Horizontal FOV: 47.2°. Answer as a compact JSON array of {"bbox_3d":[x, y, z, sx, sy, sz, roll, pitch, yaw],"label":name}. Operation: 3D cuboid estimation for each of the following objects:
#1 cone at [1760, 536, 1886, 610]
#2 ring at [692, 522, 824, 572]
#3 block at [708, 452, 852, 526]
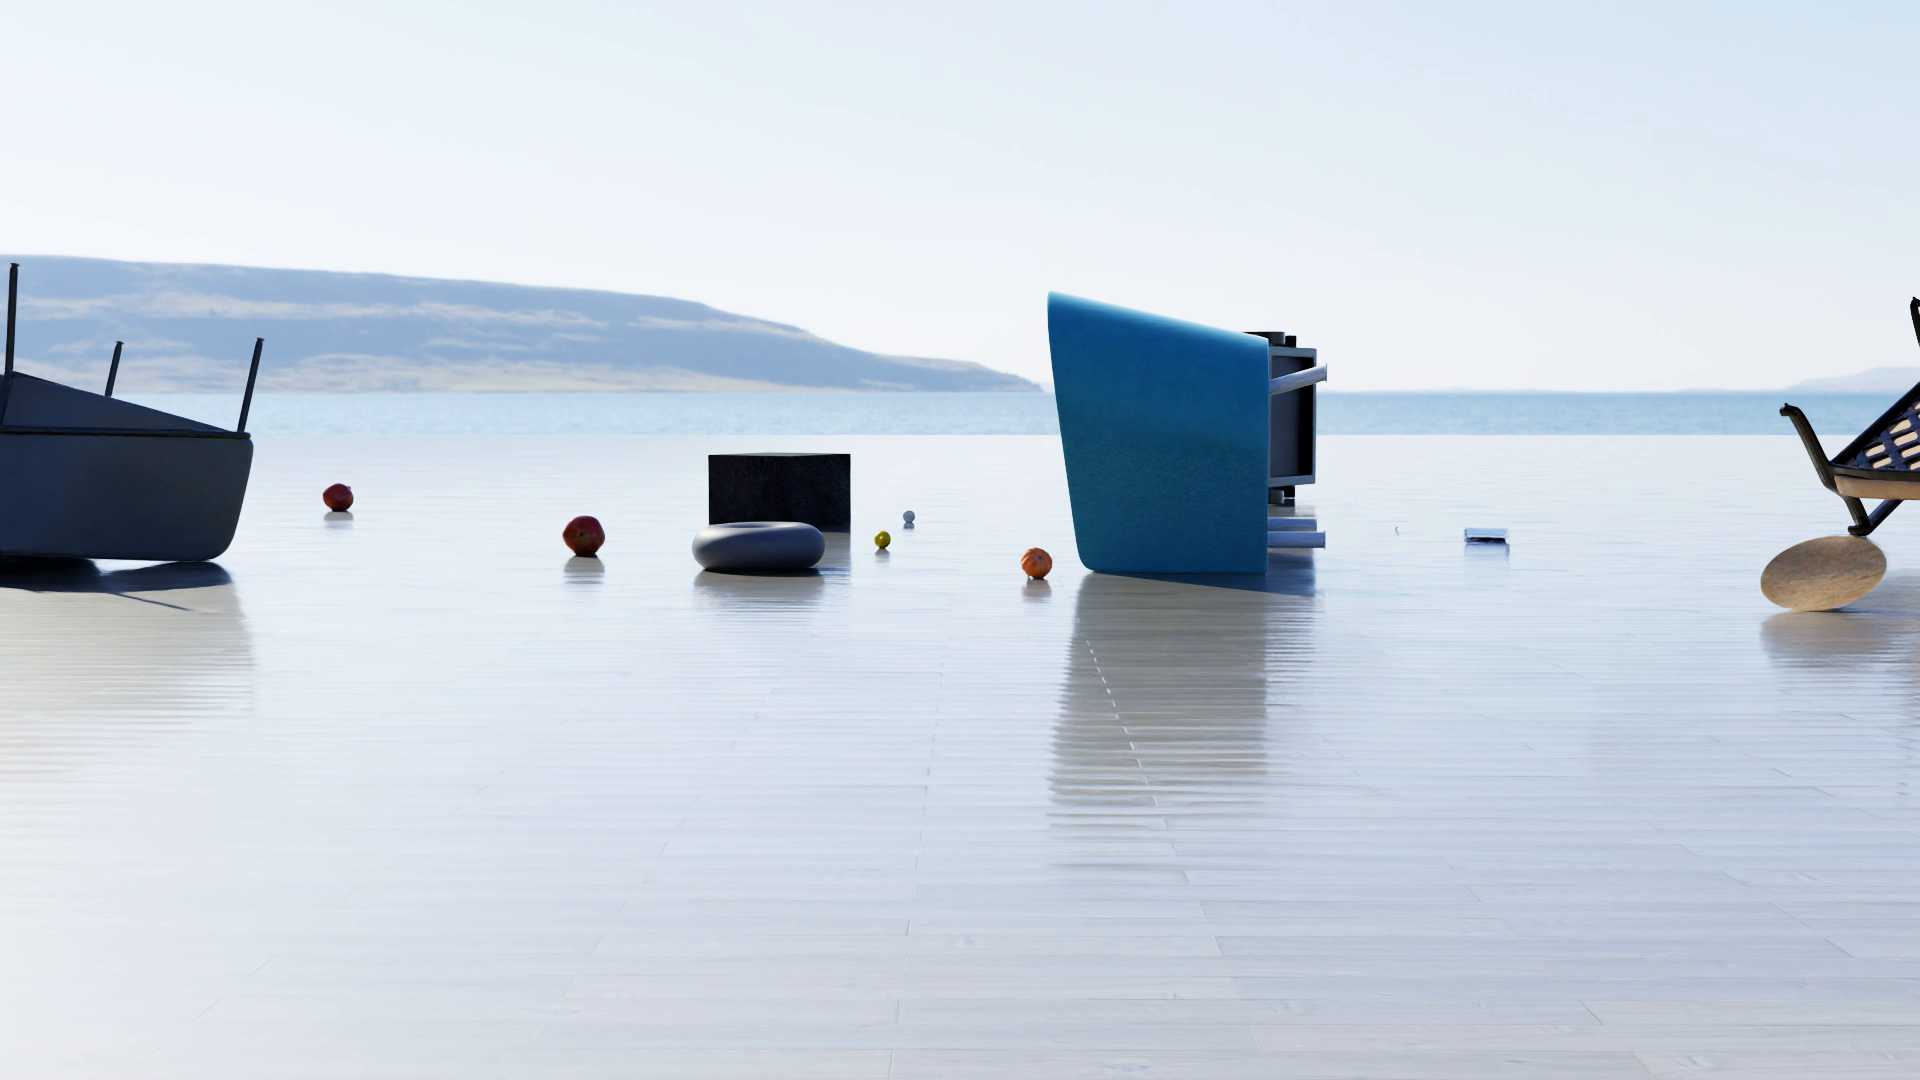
[{"bbox_3d":[1.783,0.102,4.523,0.245,0.179,0.118,-16,-42,20],"label":"cone"},{"bbox_3d":[-0.505,0.017,5.514,0.337,0.110,0.326,1,5,29],"label":"ring"},{"bbox_3d":[-0.602,-0.172,7.363,0.334,0.231,0.353,2,5,30],"label":"block"}]
